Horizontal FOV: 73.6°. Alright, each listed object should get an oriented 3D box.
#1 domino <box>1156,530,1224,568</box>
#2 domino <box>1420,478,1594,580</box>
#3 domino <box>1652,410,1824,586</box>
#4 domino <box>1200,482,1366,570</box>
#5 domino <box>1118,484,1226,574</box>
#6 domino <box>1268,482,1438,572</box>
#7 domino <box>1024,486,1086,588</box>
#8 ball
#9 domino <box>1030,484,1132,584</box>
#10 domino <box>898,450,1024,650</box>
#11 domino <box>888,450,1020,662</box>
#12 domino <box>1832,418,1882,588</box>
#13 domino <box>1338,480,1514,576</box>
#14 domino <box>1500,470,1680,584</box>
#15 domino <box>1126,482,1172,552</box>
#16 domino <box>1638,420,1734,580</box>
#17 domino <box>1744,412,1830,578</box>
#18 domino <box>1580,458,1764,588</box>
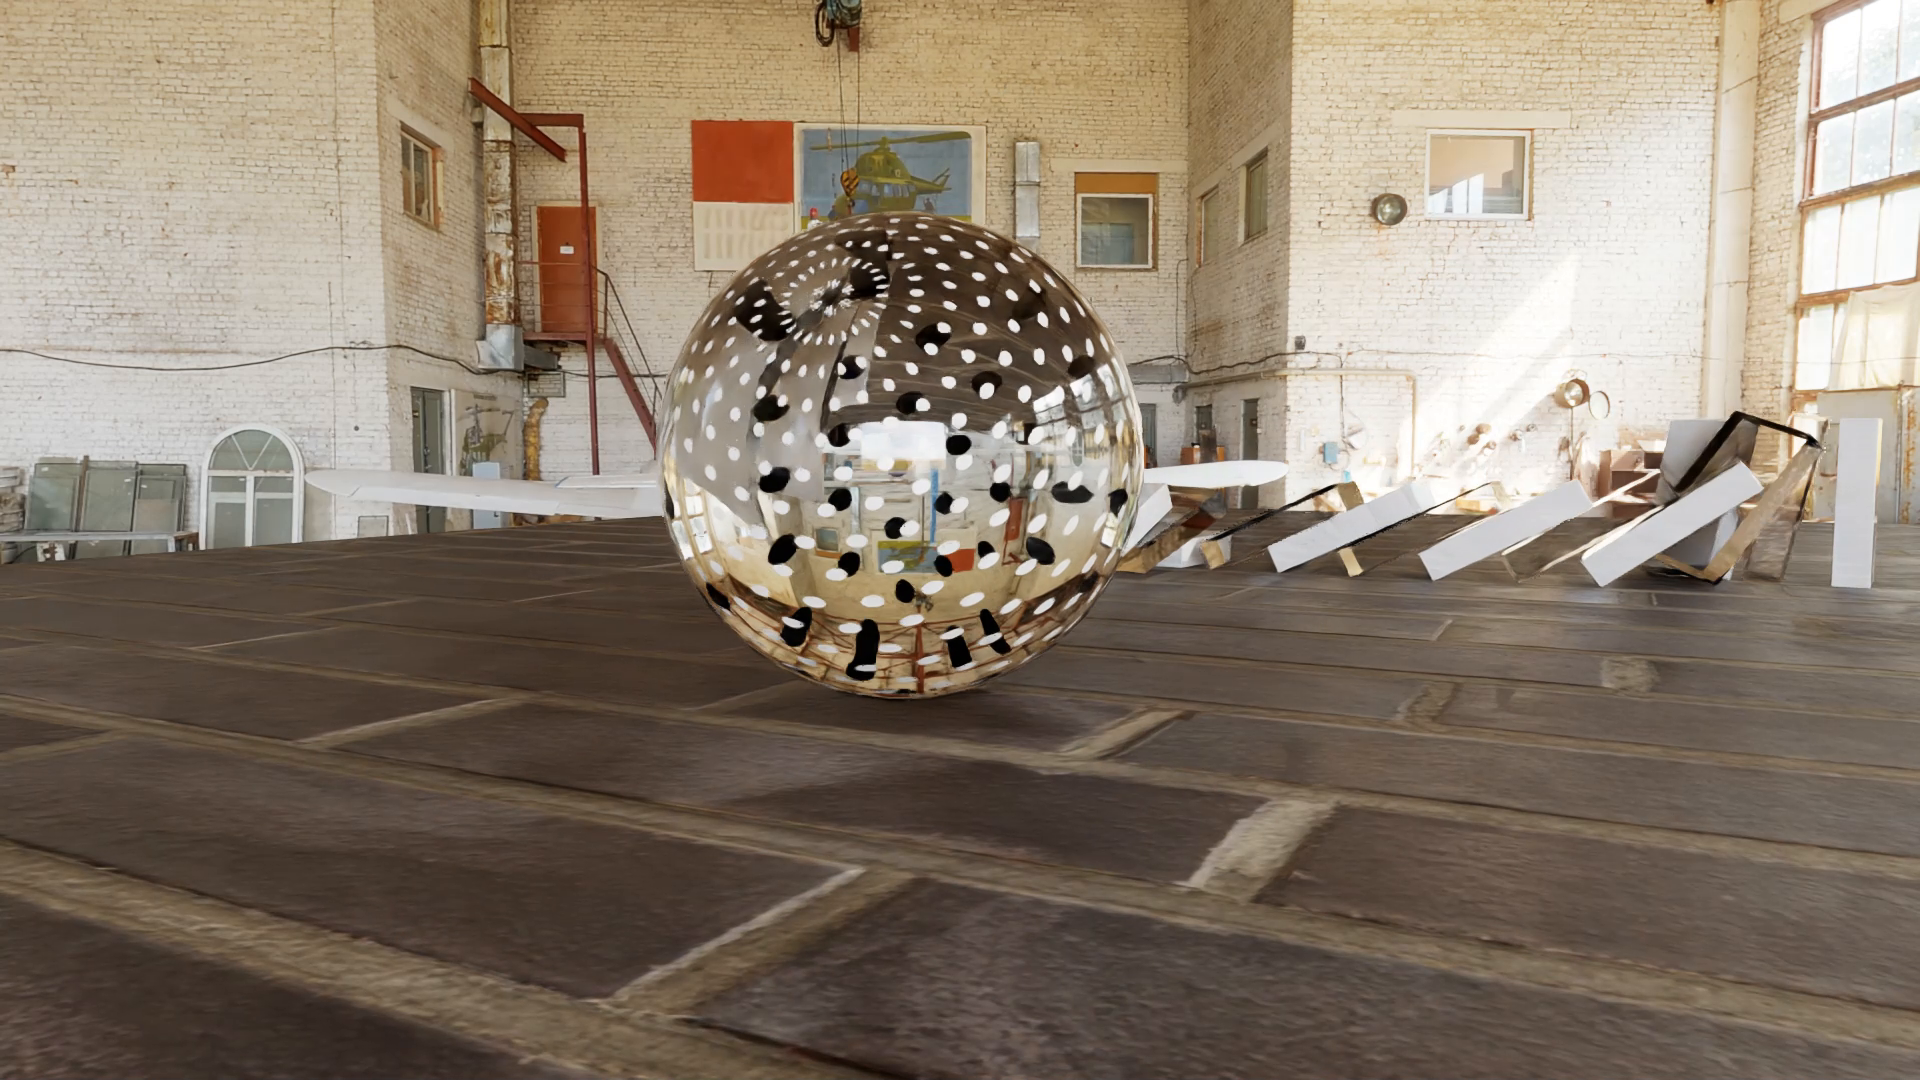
[{"bbox_3d":[0.080,0.003,0.469,0.025,0.009,0.050,3,5,35],"label":"domino"},{"bbox_3d":[0.170,-0.004,0.400,0.050,0.010,0.025,-29,-9,24],"label":"domino"},{"bbox_3d":[0.233,-0.013,0.390,0.009,0.050,0.025,33,6,-31],"label":"domino"},{"bbox_3d":[0.109,-0.005,0.434,0.050,0.009,0.025,-27,-11,31],"label":"domino"},{"bbox_3d":[0.067,-0.005,0.444,0.025,0.010,0.050,7,29,44],"label":"domino"},{"bbox_3d":[0.129,-0.004,0.422,0.050,0.010,0.025,-27,-10,30],"label":"domino"},{"bbox_3d":[0.017,-0.001,0.389,0.025,0.010,0.050,2,29,29],"label":"domino"},{"bbox_3d":[-0.010,-0.014,0.214,0.080,0.080,0.080,0,4,0],"label":"ball"},{"bbox_3d":[0.032,-0.003,0.409,0.025,0.009,0.050,2,29,35],"label":"domino"},{"bbox_3d":[0.001,0.001,0.278,0.025,0.010,0.050,0,47,3],"label":"domino"},{"bbox_3d":[0.000,0.002,0.264,0.025,0.009,0.050,0,47,3],"label":"domino"},{"bbox_3d":[0.272,-0.012,0.389,0.009,0.050,0.025,3,5,37],"label":"domino"},{"bbox_3d":[0.149,-0.004,0.410,0.050,0.010,0.025,-28,-11,29],"label":"domino"},{"bbox_3d":[0.191,-0.004,0.391,0.050,0.009,0.025,-33,-10,24],"label":"domino"},{"bbox_3d":[0.048,-0.004,0.428,0.025,0.010,0.050,2,29,38],"label":"domino"},{"bbox_3d":[0.238,-0.014,0.412,0.009,0.050,0.025,20,-6,-31],"label":"domino"},{"bbox_3d":[0.258,-0.014,0.401,0.009,0.050,0.025,16,8,29],"label":"domino"},{"bbox_3d":[0.211,-0.005,0.381,0.050,0.009,0.025,-40,-13,27],"label":"domino"}]
